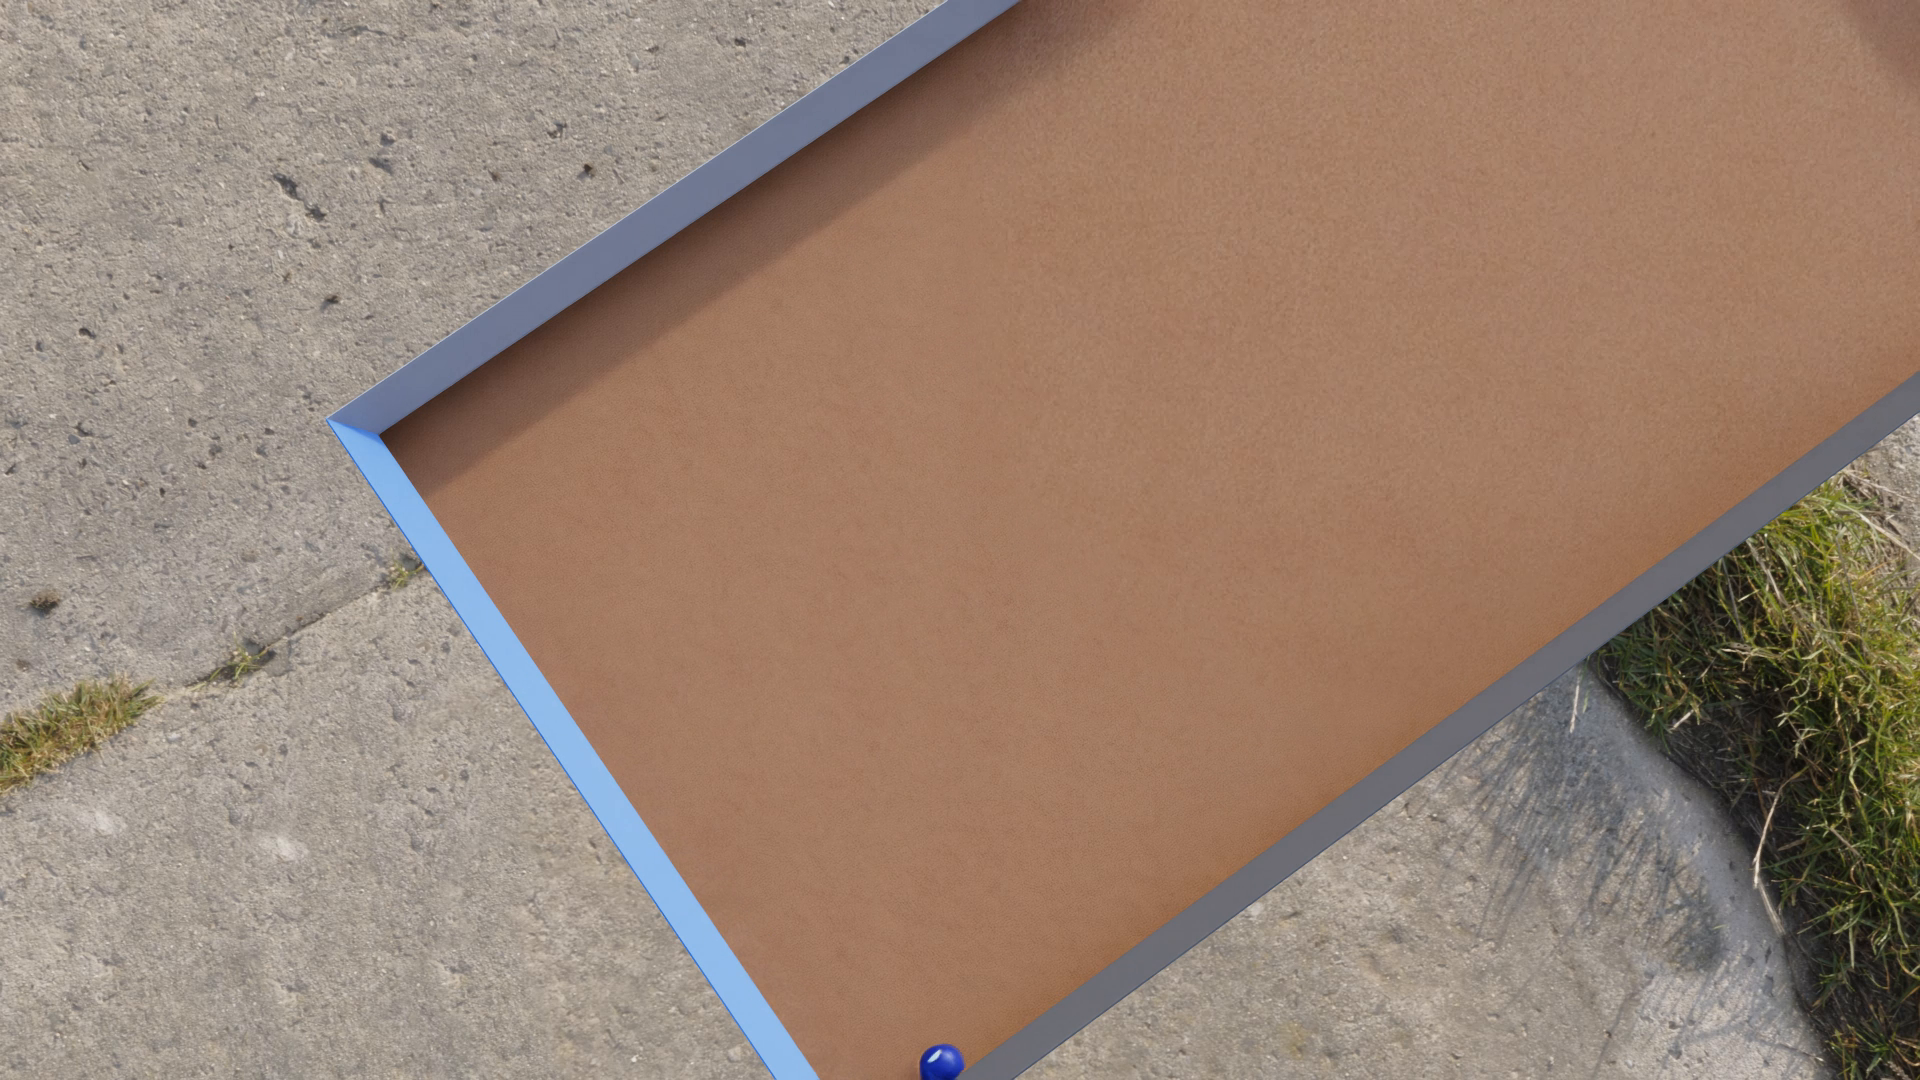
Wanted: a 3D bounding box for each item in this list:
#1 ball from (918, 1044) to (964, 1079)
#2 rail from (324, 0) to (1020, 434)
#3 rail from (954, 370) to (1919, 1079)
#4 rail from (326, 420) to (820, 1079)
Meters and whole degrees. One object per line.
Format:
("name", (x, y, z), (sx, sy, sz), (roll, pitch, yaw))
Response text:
("ball", (-0.027, 0.756, 3.153), (0.065, 0.065, 0.065), (0, 80, 0))
("rail", (0.160, -0.910, 3.418), (2.655, 0.117, 0.045), (-35, 82, -6))
("rail", (0.920, 0.139, 3.234), (2.655, 0.117, 0.045), (-35, 82, -6))
("rail", (-0.521, 0.361, 3.195), (0.045, 0.117, 1.356), (-35, 82, -6))
